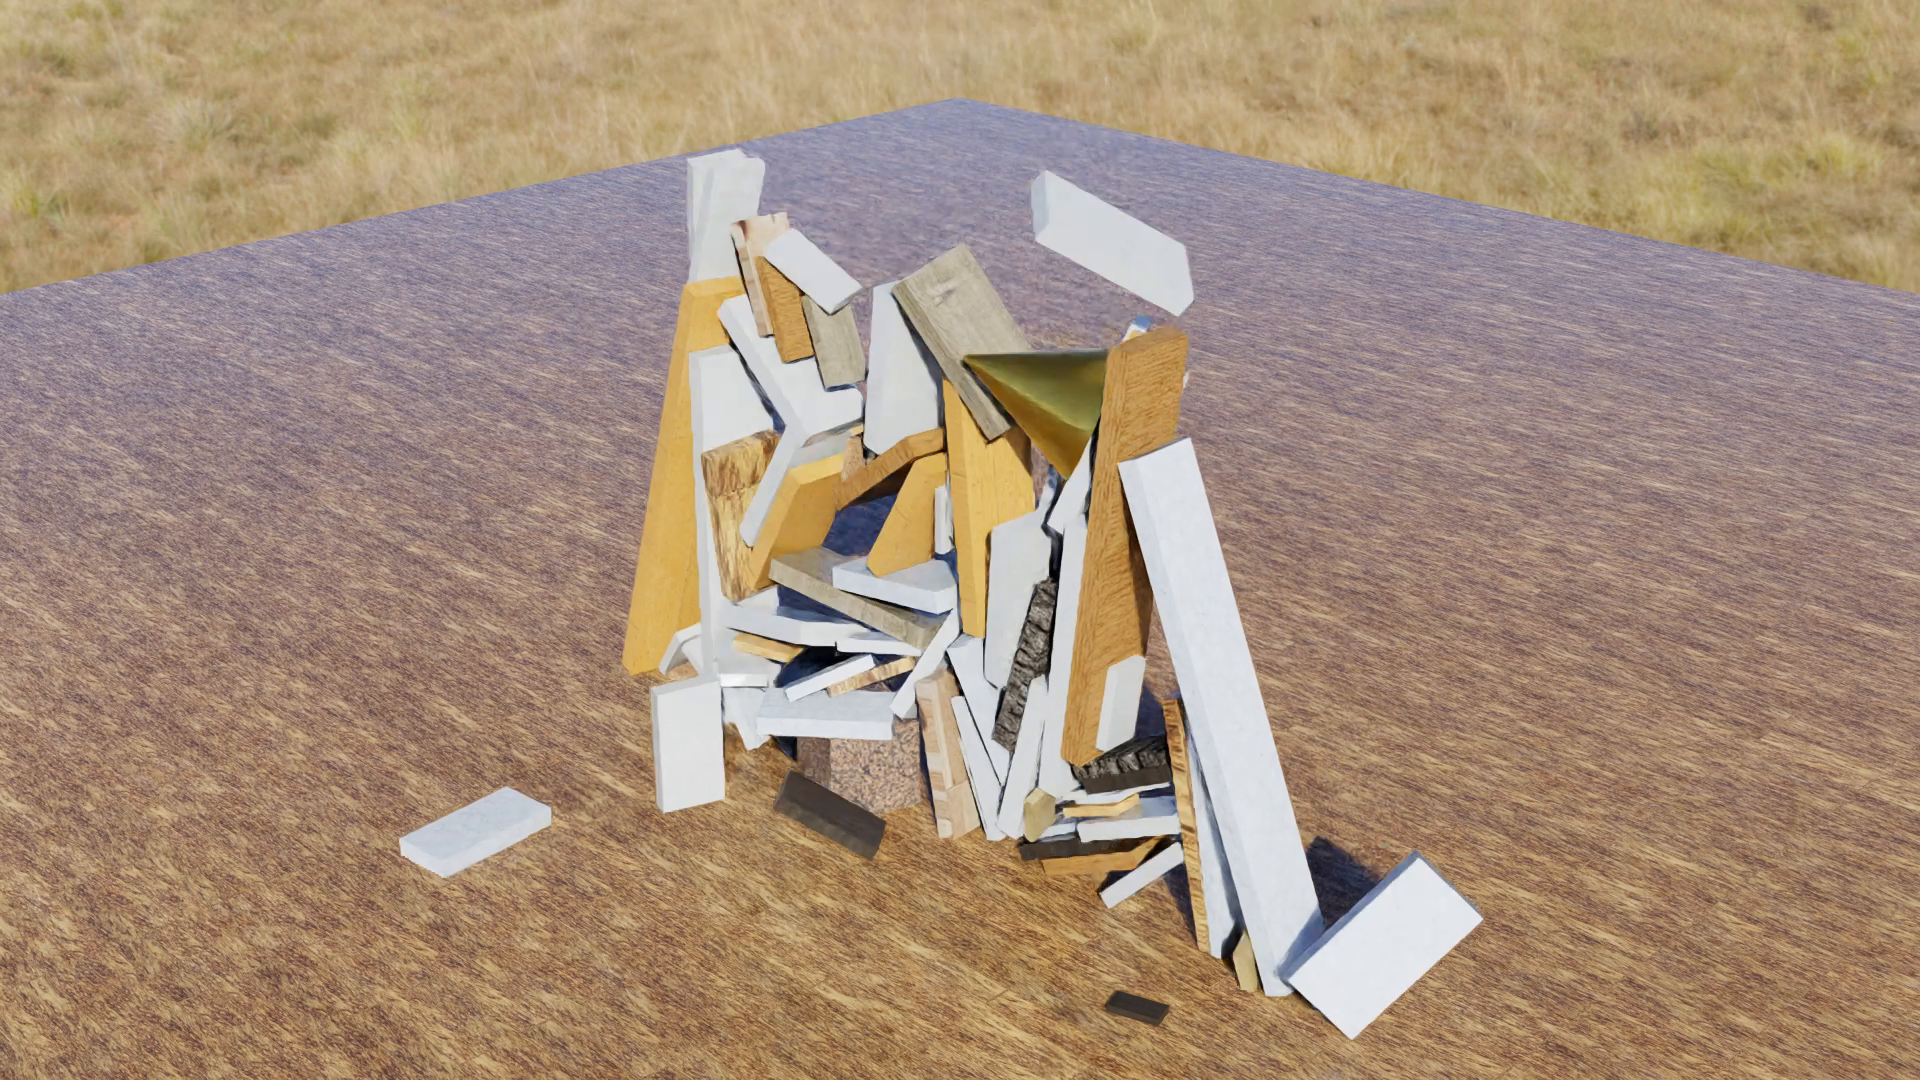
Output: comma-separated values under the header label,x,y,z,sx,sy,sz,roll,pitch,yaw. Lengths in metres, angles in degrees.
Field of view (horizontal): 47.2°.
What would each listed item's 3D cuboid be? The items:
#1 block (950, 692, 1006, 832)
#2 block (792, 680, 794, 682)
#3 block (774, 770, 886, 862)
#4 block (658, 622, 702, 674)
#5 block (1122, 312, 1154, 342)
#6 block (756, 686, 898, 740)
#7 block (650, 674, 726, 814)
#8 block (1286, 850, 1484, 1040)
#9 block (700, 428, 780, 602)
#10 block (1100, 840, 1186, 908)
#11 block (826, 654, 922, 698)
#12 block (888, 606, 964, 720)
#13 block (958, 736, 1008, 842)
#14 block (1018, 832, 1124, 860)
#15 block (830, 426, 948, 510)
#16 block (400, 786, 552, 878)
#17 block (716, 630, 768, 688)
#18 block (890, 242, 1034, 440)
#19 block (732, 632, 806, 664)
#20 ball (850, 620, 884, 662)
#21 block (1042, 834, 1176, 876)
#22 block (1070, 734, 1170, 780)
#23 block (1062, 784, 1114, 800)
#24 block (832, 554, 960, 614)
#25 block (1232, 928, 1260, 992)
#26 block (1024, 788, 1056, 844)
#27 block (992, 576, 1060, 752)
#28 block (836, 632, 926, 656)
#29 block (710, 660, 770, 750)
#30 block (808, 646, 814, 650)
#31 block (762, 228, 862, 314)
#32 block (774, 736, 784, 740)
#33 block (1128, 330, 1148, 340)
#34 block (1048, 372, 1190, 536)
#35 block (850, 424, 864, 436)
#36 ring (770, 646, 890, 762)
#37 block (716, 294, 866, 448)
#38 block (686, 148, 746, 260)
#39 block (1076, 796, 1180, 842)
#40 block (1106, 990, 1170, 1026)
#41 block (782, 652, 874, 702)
label,x,y,z,sx,sy,sz,roll,pitch,yaw
block,0.077,0.421,4.324,0.039,0.273,0.136,-14,2,44
block,-0.316,0.379,4.781,0.103,0.029,0.206,19,18,-16
block,-0.254,0.540,4.317,0.218,0.031,0.109,29,23,-6
block,-0.624,0.244,4.987,0.085,0.171,0.024,-25,73,-32
block,0.295,-0.312,4.071,0.030,0.209,0.104,26,22,4
block,-0.262,0.347,4.402,0.268,0.038,0.134,2,23,5
block,-0.550,0.412,4.447,0.134,0.268,0.038,-12,26,-26
block,0.716,0.685,3.721,0.153,0.307,0.043,43,11,-6
block,-0.440,-0.051,4.633,0.167,0.334,0.047,-23,32,-29
block,0.372,0.605,4.083,0.120,0.240,0.034,-22,75,-41
block,-0.170,0.266,4.396,0.183,0.026,0.091,-20,2,14
block,-0.023,0.235,4.376,0.039,0.273,0.136,41,18,24
block,0.071,0.475,4.367,0.031,0.218,0.109,-8,12,44
block,0.226,0.576,4.239,0.109,0.031,0.218,-21,4,-43
block,-0.115,-0.143,4.260,0.147,0.042,0.293,-18,-9,-38
block,-0.956,0.576,4.353,0.134,0.038,0.268,18,29,36
block,-0.459,0.248,4.627,0.103,0.029,0.206,1,23,-8
block,0.030,-0.364,4.012,0.164,0.328,0.046,-37,7,-34
block,-0.402,0.222,4.631,0.140,0.020,0.070,14,25,24
ball,-0.249,0.257,4.959,0.154,0.154,0.154,0,23,0
block,0.281,0.595,4.180,0.120,0.034,0.240,-21,4,-42
block,0.319,0.396,4.050,0.217,0.031,0.108,-17,5,45
block,0.250,0.469,4.146,0.106,0.015,0.053,-13,8,31
block,-0.095,0.079,4.349,0.153,0.043,0.305,-19,21,-40
block,0.533,0.713,3.917,0.024,0.084,0.167,3,37,30
block,0.153,0.516,4.199,0.019,0.136,0.068,34,60,27
block,0.175,0.223,4.147,0.049,0.343,0.171,32,29,31
block,-0.145,0.207,4.412,0.183,0.026,0.091,2,8,22
block,-0.457,0.335,4.713,0.029,0.206,0.103,-15,12,31
block,-0.293,0.246,4.817,0.020,0.070,0.140,7,6,23
block,-0.289,-0.527,4.301,0.184,0.026,0.092,41,46,9
block,-0.354,0.357,4.646,0.020,0.139,0.070,38,-6,24
block,0.305,-0.316,3.940,0.017,0.121,0.060,35,21,30
block,0.284,-0.162,3.930,0.047,0.329,0.164,36,23,29
block,-0.159,-0.227,4.267,0.101,0.014,0.050,-18,4,32
ring,-0.274,0.345,4.596,0.280,0.280,0.093,-11,27,-24
block,-0.330,-0.353,4.389,0.165,0.047,0.330,-23,74,-39
block,-0.491,-0.671,4.438,0.114,0.229,0.032,-17,43,-24
block,0.344,0.512,4.063,0.240,0.034,0.120,-13,7,46
block,0.309,0.815,3.823,0.097,0.014,0.049,11,26,25
block,-0.263,0.272,4.387,0.183,0.026,0.091,-22,4,-8
